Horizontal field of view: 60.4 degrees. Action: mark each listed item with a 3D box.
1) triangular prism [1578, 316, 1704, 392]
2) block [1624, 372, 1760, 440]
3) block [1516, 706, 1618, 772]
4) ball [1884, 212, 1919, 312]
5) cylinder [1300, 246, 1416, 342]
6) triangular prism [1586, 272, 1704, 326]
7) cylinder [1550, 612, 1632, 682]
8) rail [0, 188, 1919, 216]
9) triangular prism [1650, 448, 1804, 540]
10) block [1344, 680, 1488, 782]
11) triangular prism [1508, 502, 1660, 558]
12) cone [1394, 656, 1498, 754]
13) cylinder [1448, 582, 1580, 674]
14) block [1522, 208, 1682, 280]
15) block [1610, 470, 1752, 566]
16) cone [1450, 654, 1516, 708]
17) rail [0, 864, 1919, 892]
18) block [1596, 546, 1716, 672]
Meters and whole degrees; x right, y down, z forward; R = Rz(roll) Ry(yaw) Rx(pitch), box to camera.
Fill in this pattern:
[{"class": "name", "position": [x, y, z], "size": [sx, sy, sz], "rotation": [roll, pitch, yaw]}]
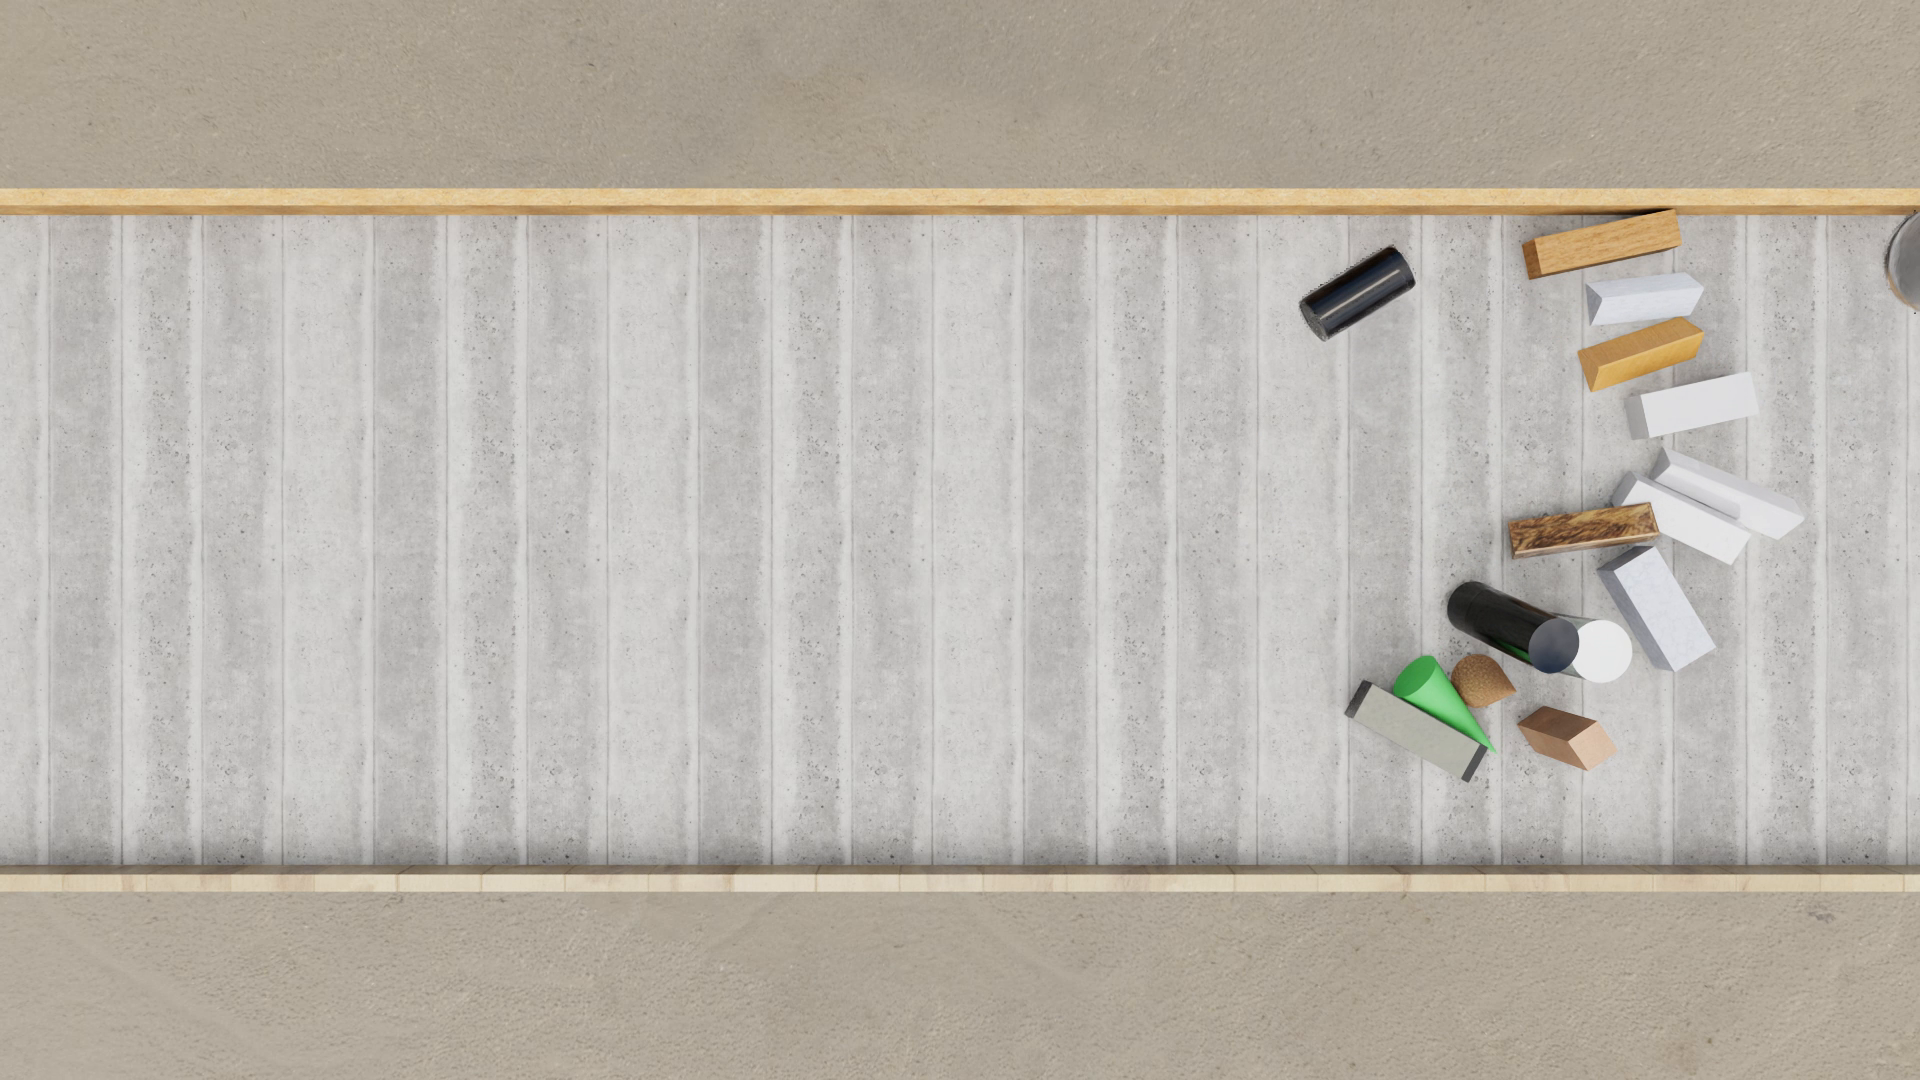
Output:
[{"class": "triangular prism", "position": [2.079, -0.570, 5.016], "size": [0.336, 0.114, 0.132], "rotation": [-19, 90, 0]}, {"class": "block", "position": [2.219, -0.407, 5.011], "size": [0.337, 0.131, 0.131], "rotation": [-12, 90, 0]}, {"class": "block", "position": [1.784, 0.581, 4.861], "size": [0.103, 0.431, 0.103], "rotation": [-34, 90, 0]}, {"class": "ball", "position": [2.940, -0.833, 4.909], "size": [0.335, 0.335, 0.335], "rotation": [0, 90, 0]}, {"class": "cylinder", "position": [1.204, -0.746, 5.002], "size": [0.312, 0.148, 0.148], "rotation": [-32, 90, 0]}, {"class": "triangular prism", "position": [2.084, -0.740, 5.017], "size": [0.307, 0.114, 0.131], "rotation": [-6, 90, 0]}, {"class": "cylinder", "position": [1.818, 0.314, 4.881], "size": [0.178, 0.386, 0.178], "rotation": [0, 91, -1]}, {"class": "rail", "position": [-2.247, -1.025, 5.002], "size": [12.000, 0.150, 0.050], "rotation": [0, 90, 0]}, {"class": "triangular prism", "position": [2.338, -0.144, 5.016], "size": [0.434, 0.114, 0.132], "rotation": [22, 90, 0]}, {"class": "block", "position": [1.384, 0.580, 5.015], "size": [0.397, 0.123, 0.123], "rotation": [29, 90, 0]}, {"class": "triangular prism", "position": [1.876, -0.009, 4.961], "size": [0.411, 0.106, 0.122], "rotation": [-8, 109, 13]}, {"class": "cone", "position": [1.517, 0.538, 5.036], "size": [0.385, 0.164, 0.164], "rotation": [42, 90, -12]}, {"class": "cylinder", "position": [1.616, 0.251, 4.840], "size": [0.161, 0.446, 0.161], "rotation": [-3, 103, -13]}, {"class": "block", "position": [1.953, -0.899, 5.021], "size": [0.433, 0.110, 0.110], "rotation": [-12, 90, 0]}, {"class": "block", "position": [2.185, -0.069, 5.005], "size": [0.378, 0.111, 0.111], "rotation": [25, 111, 0]}, {"class": "cone", "position": [1.593, 0.434, 4.895], "size": [0.166, 0.363, 0.166], "rotation": [0, 90, 0]}, {"class": "rail", "position": [-2.247, 1.025, 5.001], "size": [12.000, 0.150, 0.050], "rotation": [0, 90, 0]}, {"class": "block", "position": [2.108, 0.207, 5.004], "size": [0.144, 0.144, 0.353], "rotation": [-31, 90, 0]}]
